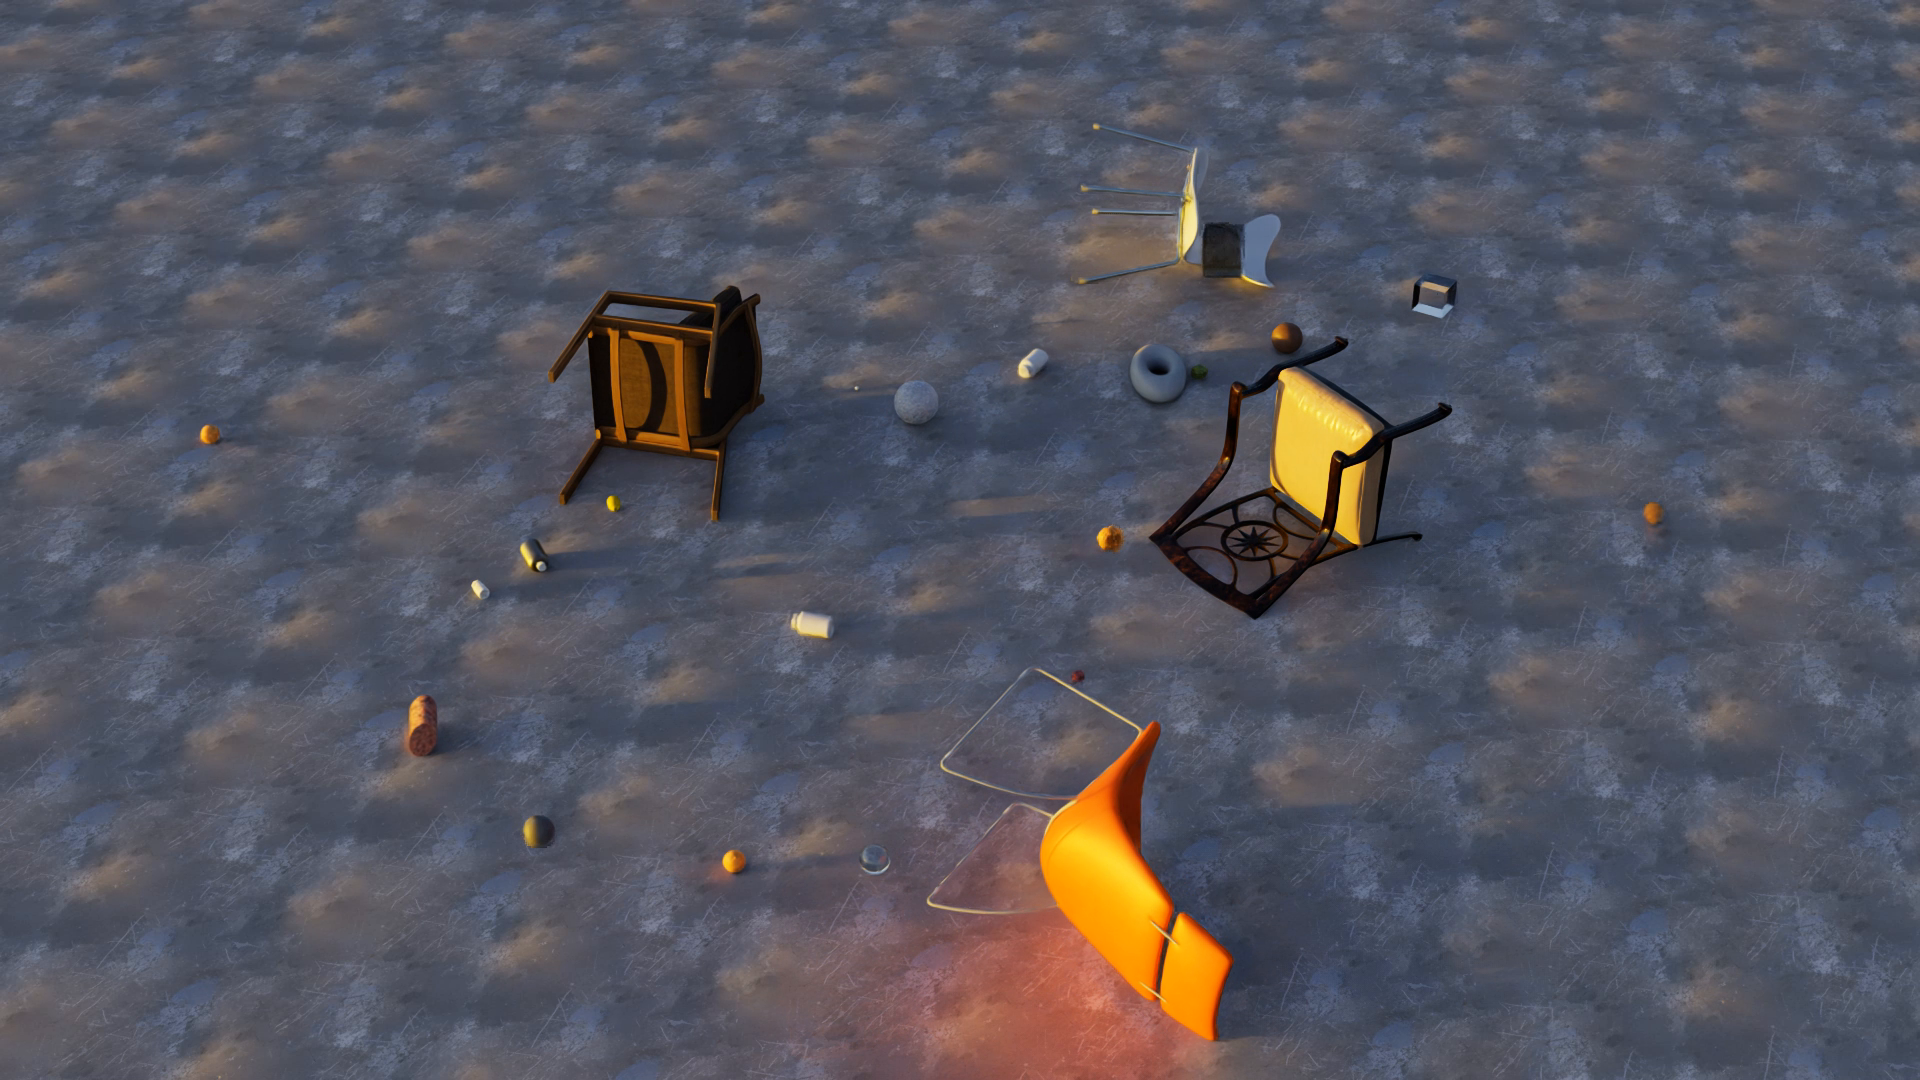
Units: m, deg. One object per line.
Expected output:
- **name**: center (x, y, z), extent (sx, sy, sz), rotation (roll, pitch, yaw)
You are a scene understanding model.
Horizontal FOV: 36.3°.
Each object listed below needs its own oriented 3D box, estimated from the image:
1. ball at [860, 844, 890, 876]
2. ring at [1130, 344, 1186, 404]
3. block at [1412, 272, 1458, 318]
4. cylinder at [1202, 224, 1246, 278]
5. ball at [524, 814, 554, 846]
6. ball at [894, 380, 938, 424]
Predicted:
- **ball**: center (-0.270, 1.015, 9.314), extent (0.099, 0.099, 0.099), rotation (0, 33, 0)
- **ring**: center (0.803, -0.676, 11.877), extent (0.226, 0.105, 0.399), rotation (1, 33, -1)
- **block**: center (2.007, -1.035, 12.405), extent (0.141, 0.122, 0.128), rotation (19, 38, 26)
- **cylinder**: center (1.125, -1.231, 12.501), extent (0.160, 0.220, 0.235), rotation (2, 55, 10)
- **ball**: center (-1.354, 0.934, 9.437), extent (0.100, 0.100, 0.100), rotation (0, 33, 0)
- **ball**: center (-0.173, -0.546, 11.612), extent (0.177, 0.177, 0.177), rotation (0, 33, 0)
